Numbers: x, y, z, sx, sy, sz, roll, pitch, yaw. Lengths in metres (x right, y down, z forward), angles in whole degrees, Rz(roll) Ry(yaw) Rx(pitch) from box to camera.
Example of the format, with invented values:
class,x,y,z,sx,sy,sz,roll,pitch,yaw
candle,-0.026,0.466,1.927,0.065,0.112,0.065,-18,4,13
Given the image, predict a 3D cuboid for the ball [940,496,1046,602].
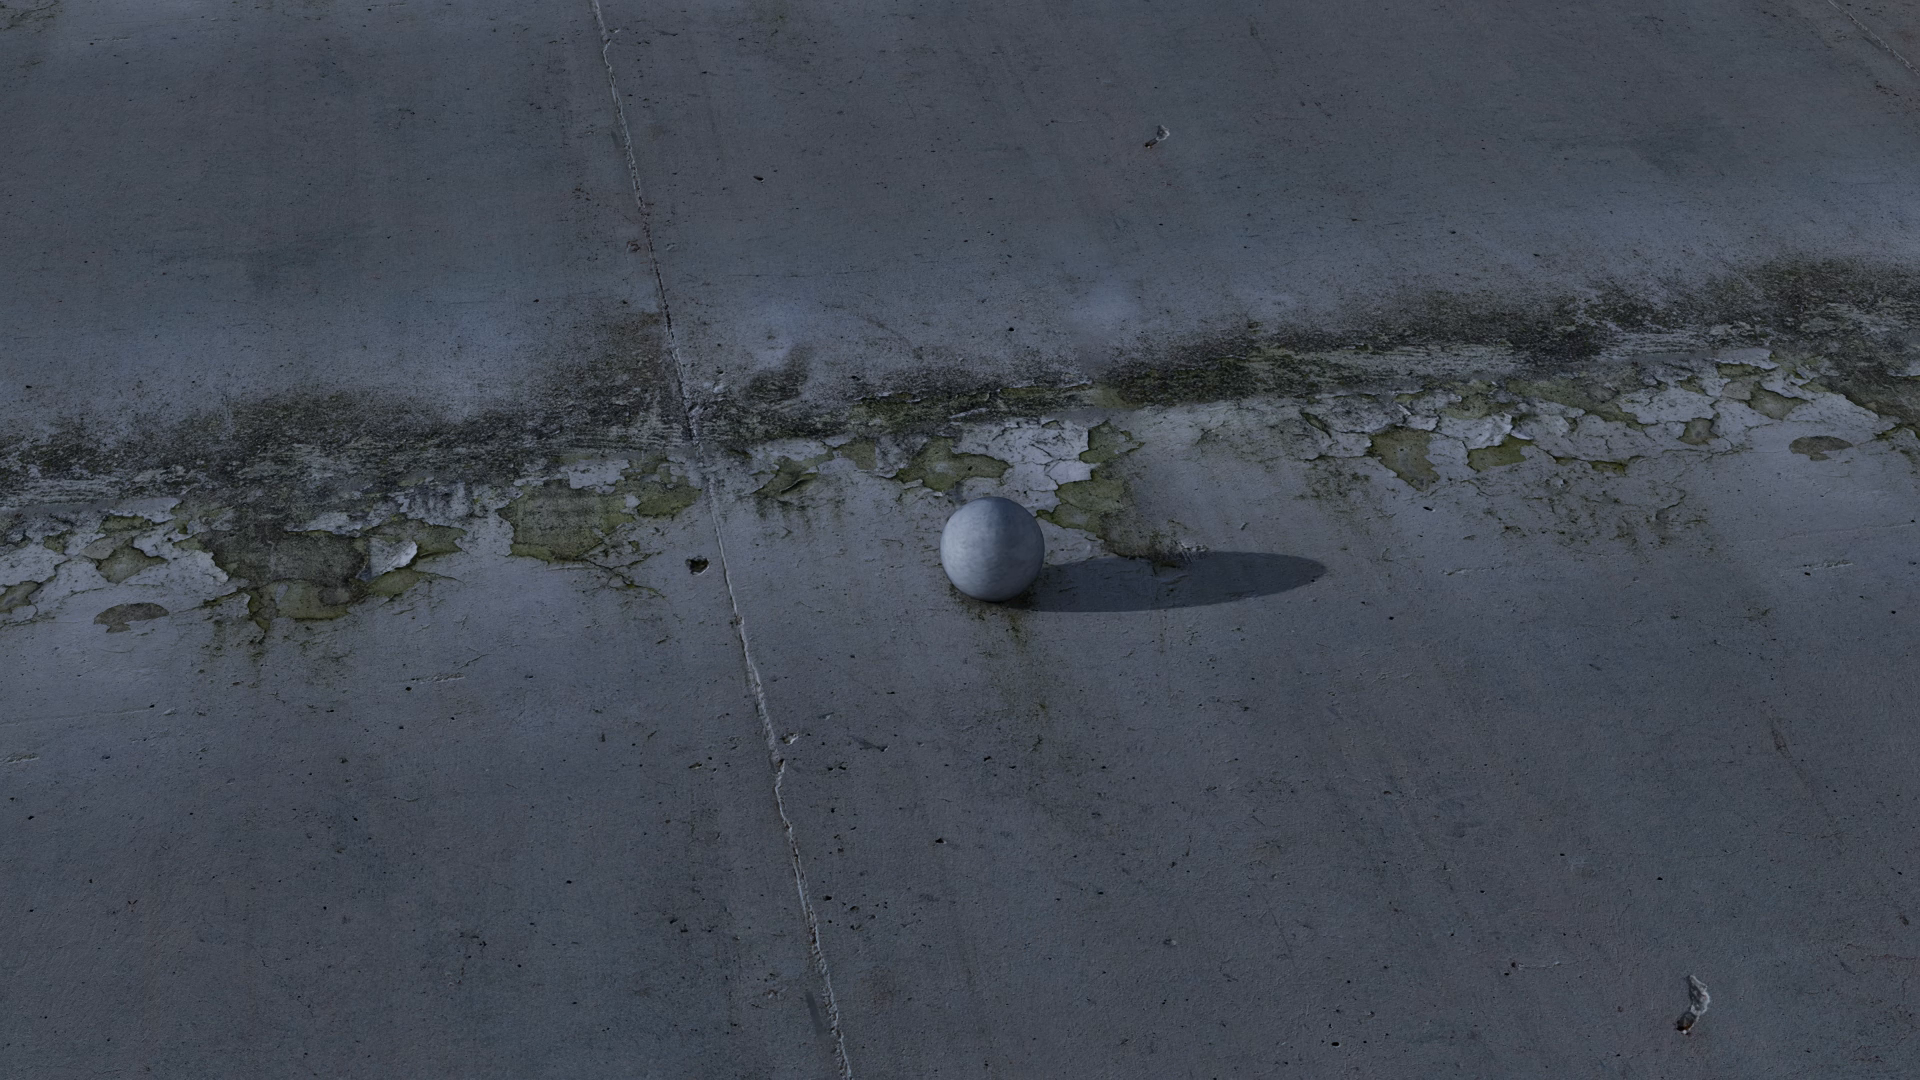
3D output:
class,x,y,z,sx,sy,sz,roll,pitch,yaw
ball,0.018,0.005,1.632,0.059,0.059,0.059,0,31,0
